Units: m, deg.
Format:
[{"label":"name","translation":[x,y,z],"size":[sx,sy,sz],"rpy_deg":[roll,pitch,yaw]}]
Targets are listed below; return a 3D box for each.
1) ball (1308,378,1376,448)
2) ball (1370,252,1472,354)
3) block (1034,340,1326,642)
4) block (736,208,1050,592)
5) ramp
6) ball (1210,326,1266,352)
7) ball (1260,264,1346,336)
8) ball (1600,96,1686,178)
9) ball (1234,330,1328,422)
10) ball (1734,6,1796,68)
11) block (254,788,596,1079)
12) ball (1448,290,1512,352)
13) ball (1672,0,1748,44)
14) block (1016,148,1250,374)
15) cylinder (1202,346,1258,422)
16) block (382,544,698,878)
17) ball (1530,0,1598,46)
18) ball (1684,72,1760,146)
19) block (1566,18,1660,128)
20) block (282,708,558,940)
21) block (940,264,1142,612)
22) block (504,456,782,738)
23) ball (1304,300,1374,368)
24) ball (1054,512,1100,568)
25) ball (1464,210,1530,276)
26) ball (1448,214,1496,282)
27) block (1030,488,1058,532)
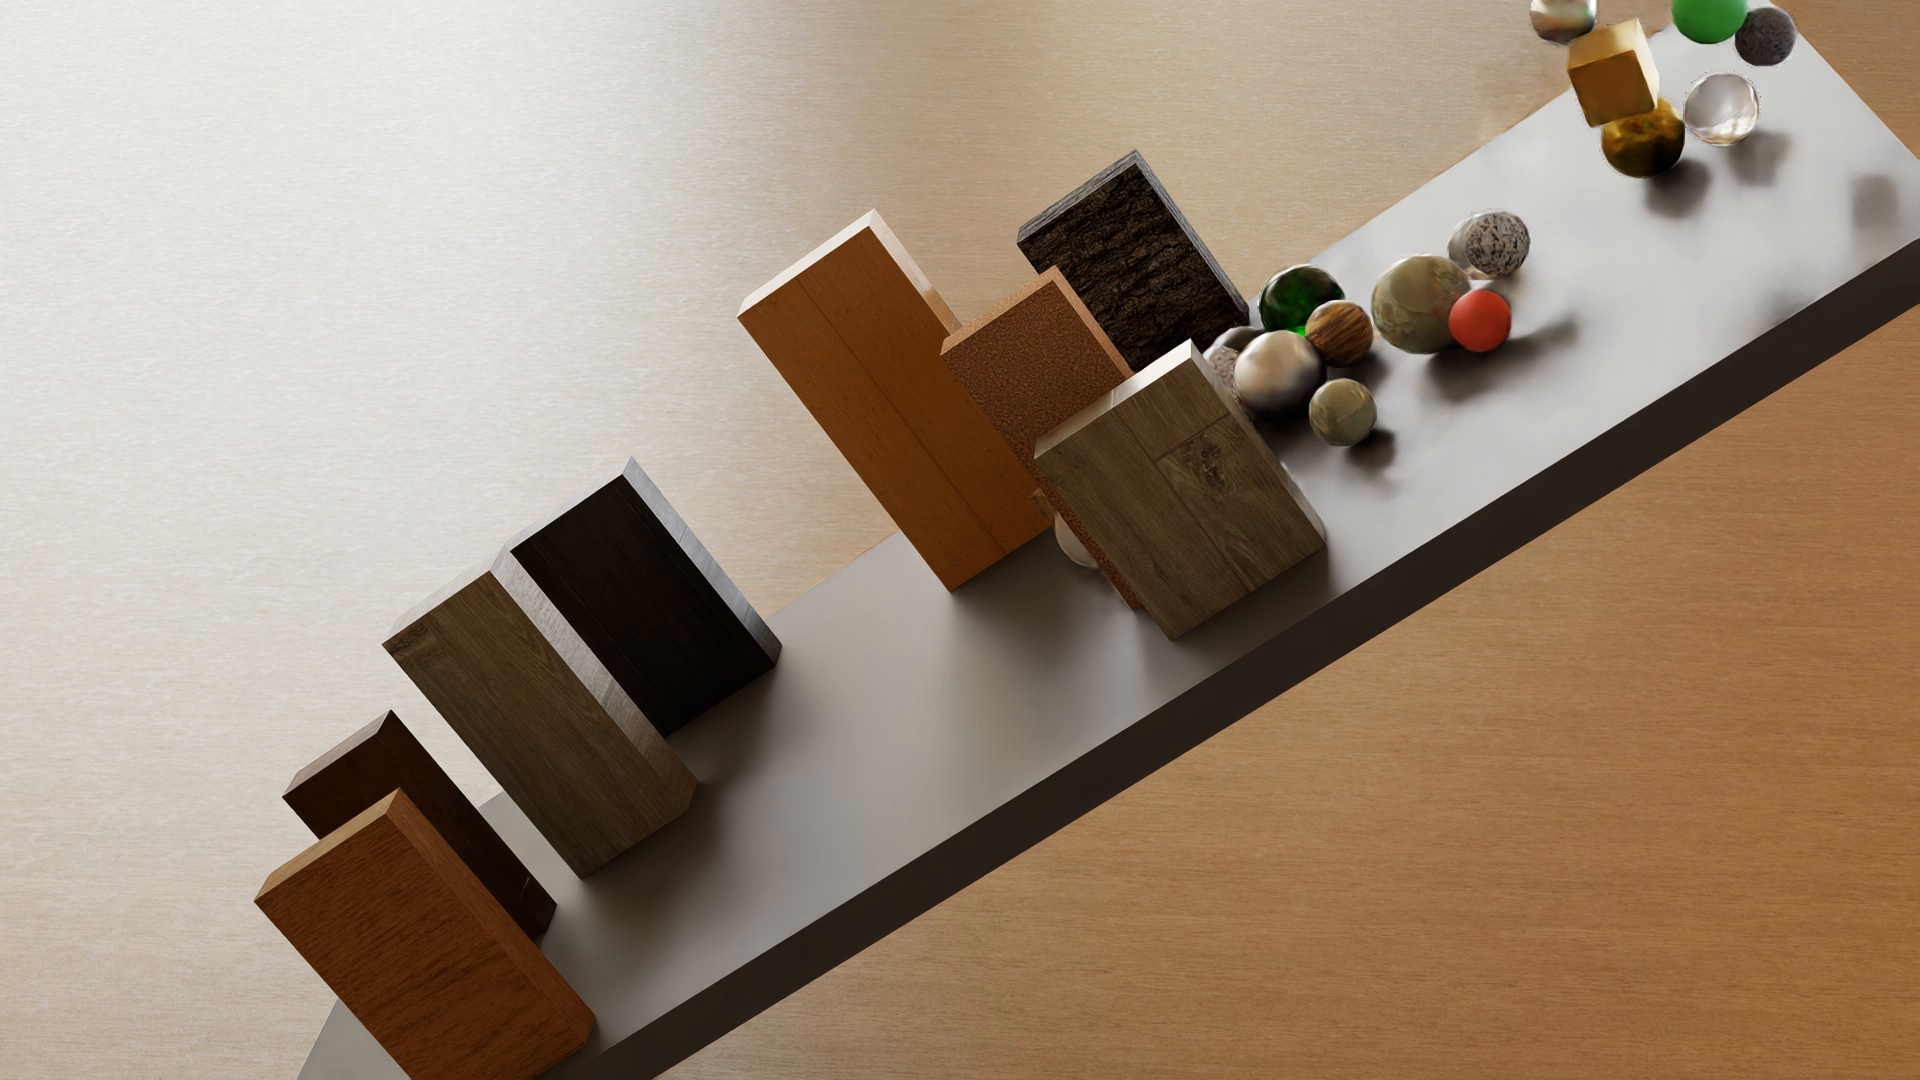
[{"label":"ball","translation":[0.746,-0.248,5.737],"size":[0.133,0.133,0.133],"rpy_deg":[0,22,0]},{"label":"ball","translation":[0.921,-0.470,5.859],"size":[0.203,0.203,0.203],"rpy_deg":[0,22,0]},{"label":"block","translation":[0.408,-0.089,5.444],"size":[0.346,0.442,0.108],"rpy_deg":[-33,16,16]},{"label":"block","translation":[-0.106,-0.306,6.552],"size":[0.362,0.791,0.141],"rpy_deg":[-33,16,16]},{"label":"ramp","translation":[0.133,0.176,6.312],"size":[4.000,0.100,2.000],"rpy_deg":[-33,16,16]},{"label":"ball","translation":[0.614,-0.380,6.352],"size":[0.164,0.164,0.164],"rpy_deg":[0,22,0]},{"label":"ball","translation":[0.738,-0.500,6.331],"size":[0.186,0.186,0.186],"rpy_deg":[0,22,0]},{"label":"ball","translation":[1.372,-0.812,5.911],"size":[0.169,0.169,0.169],"rpy_deg":[0,22,0]},{"label":"ball","translation":[0.662,-0.337,6.073],"size":[0.190,0.190,0.190],"rpy_deg":[0,22,0]},{"label":"ball","translation":[1.499,-0.937,5.476],"size":[0.112,0.112,0.112],"rpy_deg":[0,22,0]},{"label":"block","translation":[-1.036,0.815,5.719],"size":[0.336,0.608,0.110],"rpy_deg":[-33,16,16]},{"label":"ball","translation":[1.007,-0.424,5.691],"size":[0.120,0.120,0.120],"rpy_deg":[0,22,0]},{"label":"ball","translation":[1.388,-0.987,5.444],"size":[0.138,0.138,0.138],"rpy_deg":[0,22,0]},{"label":"block","translation":[0.410,-0.623,6.929],"size":[0.337,0.471,0.141],"rpy_deg":[-33,16,16]},{"label":"cylinder","translation":[0.533,-0.285,6.225],"size":[0.179,0.179,0.179],"rpy_deg":[17,51,36]},{"label":"block","translation":[-0.930,0.387,6.551],"size":[0.310,0.700,0.149],"rpy_deg":[-33,16,16]},{"label":"ball","translation":[1.143,-0.998,5.567],"size":[0.126,0.126,0.126],"rpy_deg":[0,22,0]},{"label":"ball","translation":[1.497,-0.848,5.784],"size":[0.144,0.144,0.144],"rpy_deg":[0,22,0]},{"label":"block","translation":[1.214,-0.867,5.464],"size":[0.128,0.128,0.128],"rpy_deg":[-15,30,25]},{"label":"block","translation":[-1.185,0.685,6.472],"size":[0.275,0.583,0.121],"rpy_deg":[-33,16,16]},{"label":"block","translation":[0.260,-0.193,5.696],"size":[0.263,0.641,0.099],"rpy_deg":[-33,16,16]},{"label":"block","translation":[-0.768,0.152,7.065],"size":[0.389,0.596,0.126],"rpy_deg":[-33,16,16]},{"label":"ball","translation":[0.792,-0.430,6.144],"size":[0.143,0.143,0.143],"rpy_deg":[0,22,0]},{"label":"ball","translation":[0.284,-0.030,6.041],"size":[0.178,0.178,0.178],"rpy_deg":[0,22,0]},{"label":"ball","translation":[1.049,-0.581,5.743],"size":[0.127,0.127,0.127],"rpy_deg":[0,22,0]},{"label":"ball","translation":[1.068,-0.600,6.032],"size":[0.137,0.137,0.137],"rpy_deg":[0,22,0]},{"label":"block","translation":[0.286,-0.085,6.233],"size":[0.161,0.161,0.161],"rpy_deg":[-44,17,-24]}]
